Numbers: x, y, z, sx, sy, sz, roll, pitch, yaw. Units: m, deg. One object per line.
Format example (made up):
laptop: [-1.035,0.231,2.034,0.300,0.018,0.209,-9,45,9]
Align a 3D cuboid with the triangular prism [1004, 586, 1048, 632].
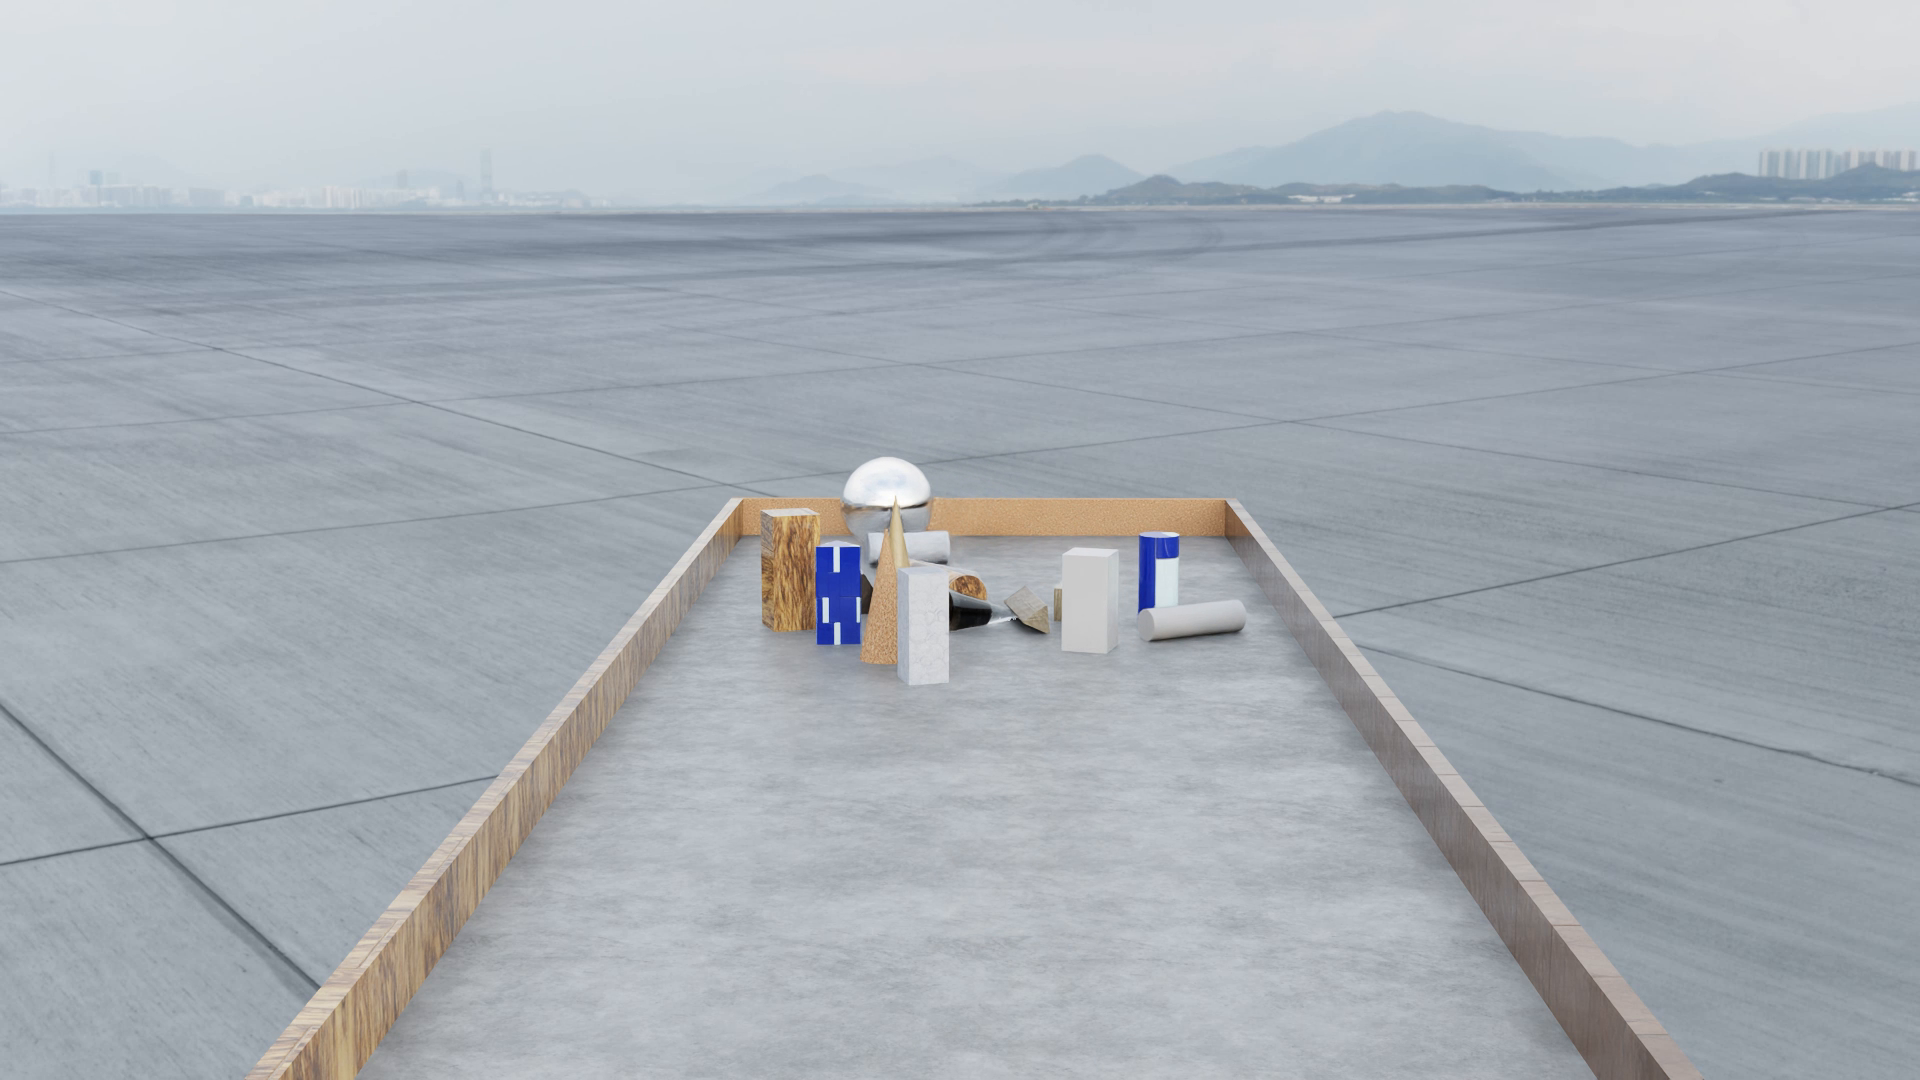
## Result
triangular prism: [0.234,0.219,7.261,0.093,0.081,0.364,24,4,-12]

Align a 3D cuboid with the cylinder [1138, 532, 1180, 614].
cylinder: [0.651,0.131,7.217,0.131,0.302,0.131,0,9,0]

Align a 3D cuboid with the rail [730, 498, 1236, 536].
rail: [0.099,-0.098,9.147,2.100,0.150,0.050,0,9,1]

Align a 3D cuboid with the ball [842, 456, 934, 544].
ball: [-0.287,-0.147,8.756,0.369,0.369,0.369,0,9,0]

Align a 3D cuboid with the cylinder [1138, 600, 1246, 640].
cylinder: [0.745,0.257,7.062,0.351,0.102,0.102,-5,10,-28]

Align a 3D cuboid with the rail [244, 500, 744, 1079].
rail: [-1.004,0.839,3.234,0.050,0.150,12.000,0,9,1]

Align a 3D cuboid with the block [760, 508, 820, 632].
block: [-0.554,0.096,7.196,0.157,0.378,0.157,-3,10,-19]

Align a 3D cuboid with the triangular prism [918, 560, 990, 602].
triangular prism: [-0.056,0.151,7.622,0.148,0.128,0.345,-8,12,-41]

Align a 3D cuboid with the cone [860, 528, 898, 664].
cone: [-0.224,0.156,6.691,0.166,0.418,0.166,0,9,0]

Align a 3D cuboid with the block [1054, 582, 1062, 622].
block: [0.406,0.189,7.471,0.109,0.109,0.373,2,9,12]

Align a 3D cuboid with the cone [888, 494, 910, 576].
cone: [-0.209,0.054,7.274,0.150,0.434,0.150,-1,9,0]

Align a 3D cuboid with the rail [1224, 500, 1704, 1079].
rail: [1.046,0.843,3.208,0.050,0.150,12.000,0,9,1]

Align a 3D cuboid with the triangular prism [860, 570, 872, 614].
triangular prism: [-0.360,0.150,7.609,0.156,0.135,0.391,-2,9,-10]

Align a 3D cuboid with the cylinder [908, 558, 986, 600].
cylinder: [-0.084,0.170,7.416,0.163,0.163,0.394,-6,11,-32]

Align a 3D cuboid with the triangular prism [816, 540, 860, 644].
triangular prism: [-0.387,0.165,6.972,0.139,0.312,0.121,-1,9,-4]

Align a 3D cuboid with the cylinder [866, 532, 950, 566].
cylinder: [-0.202,0.031,8.422,0.307,0.121,0.121,-2,9,-11]

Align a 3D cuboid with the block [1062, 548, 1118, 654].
block: [0.407,0.187,6.859,0.144,0.303,0.144,3,9,18]

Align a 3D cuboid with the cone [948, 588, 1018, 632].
cone: [0.082,0.240,7.248,0.423,0.156,0.156,6,3,-42]

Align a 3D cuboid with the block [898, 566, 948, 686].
block: [-0.108,0.248,6.408,0.120,0.324,0.120,-3,9,-18]
